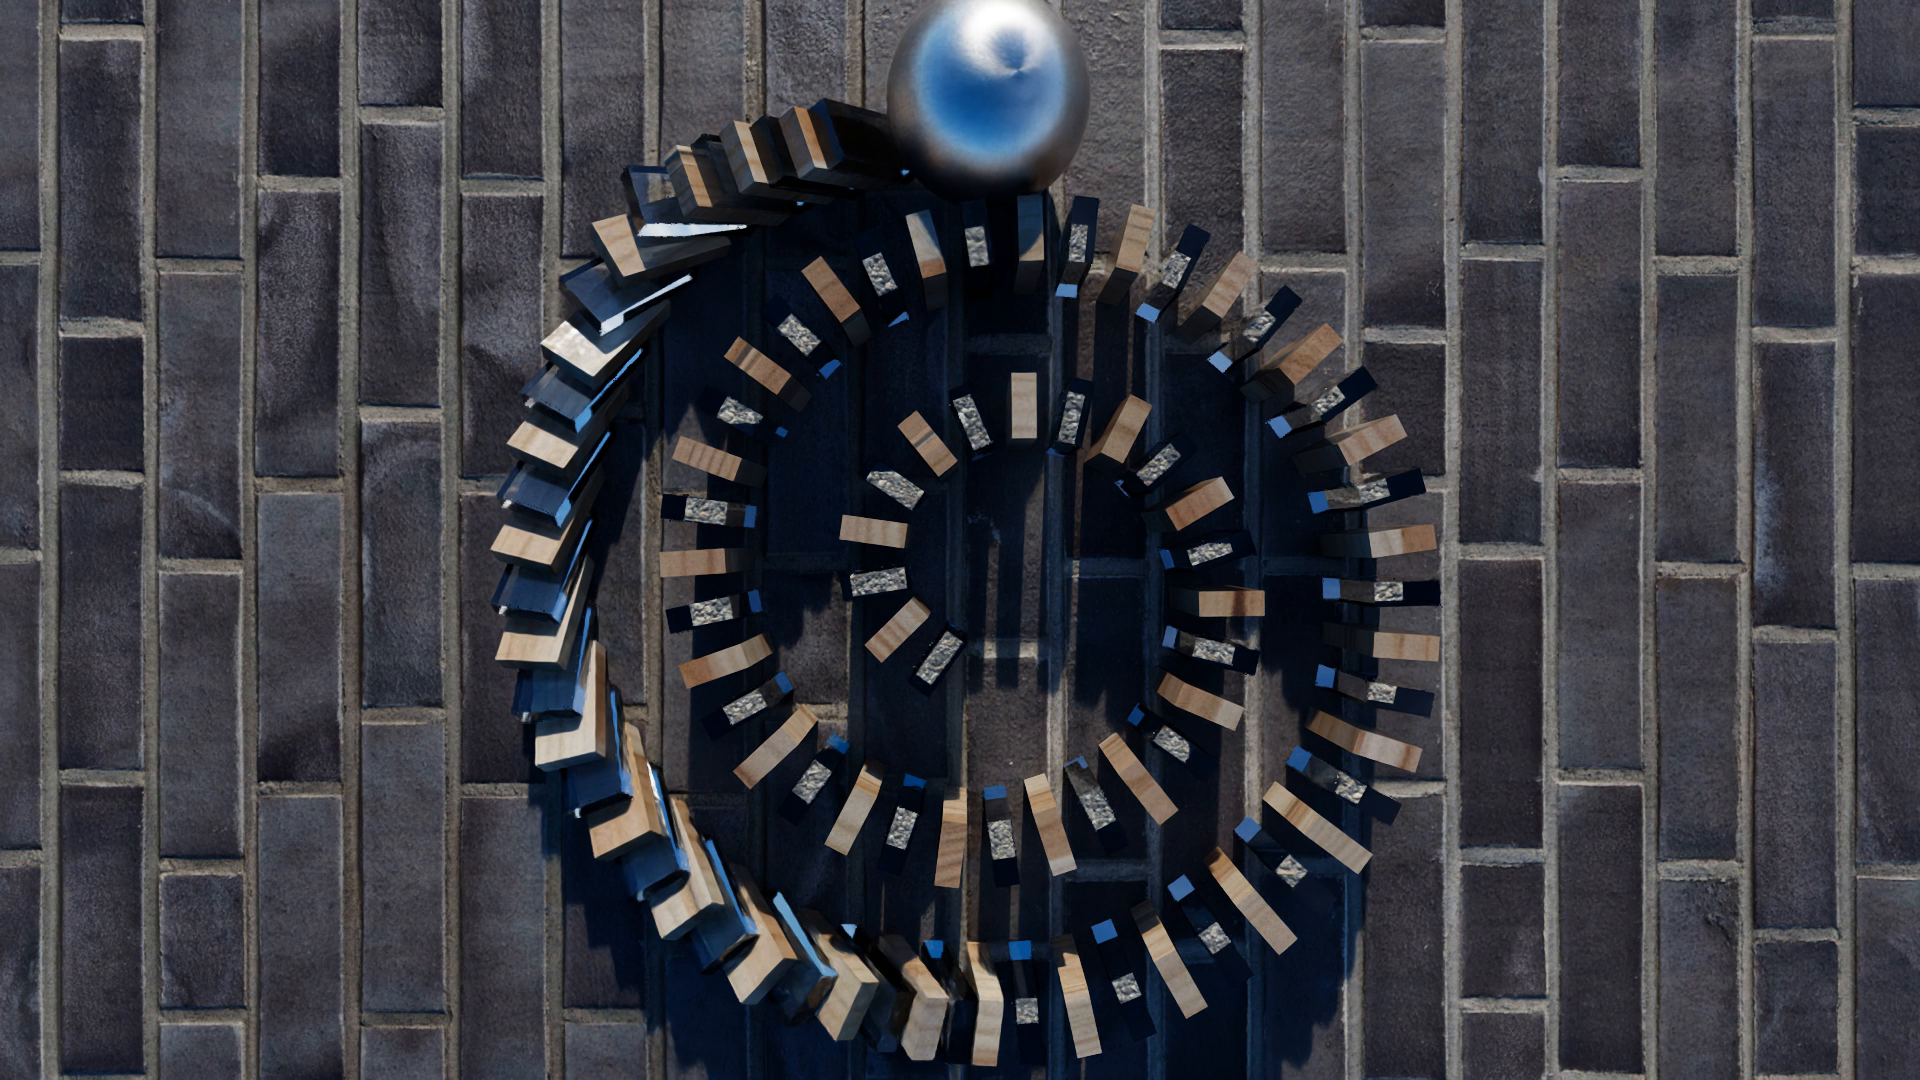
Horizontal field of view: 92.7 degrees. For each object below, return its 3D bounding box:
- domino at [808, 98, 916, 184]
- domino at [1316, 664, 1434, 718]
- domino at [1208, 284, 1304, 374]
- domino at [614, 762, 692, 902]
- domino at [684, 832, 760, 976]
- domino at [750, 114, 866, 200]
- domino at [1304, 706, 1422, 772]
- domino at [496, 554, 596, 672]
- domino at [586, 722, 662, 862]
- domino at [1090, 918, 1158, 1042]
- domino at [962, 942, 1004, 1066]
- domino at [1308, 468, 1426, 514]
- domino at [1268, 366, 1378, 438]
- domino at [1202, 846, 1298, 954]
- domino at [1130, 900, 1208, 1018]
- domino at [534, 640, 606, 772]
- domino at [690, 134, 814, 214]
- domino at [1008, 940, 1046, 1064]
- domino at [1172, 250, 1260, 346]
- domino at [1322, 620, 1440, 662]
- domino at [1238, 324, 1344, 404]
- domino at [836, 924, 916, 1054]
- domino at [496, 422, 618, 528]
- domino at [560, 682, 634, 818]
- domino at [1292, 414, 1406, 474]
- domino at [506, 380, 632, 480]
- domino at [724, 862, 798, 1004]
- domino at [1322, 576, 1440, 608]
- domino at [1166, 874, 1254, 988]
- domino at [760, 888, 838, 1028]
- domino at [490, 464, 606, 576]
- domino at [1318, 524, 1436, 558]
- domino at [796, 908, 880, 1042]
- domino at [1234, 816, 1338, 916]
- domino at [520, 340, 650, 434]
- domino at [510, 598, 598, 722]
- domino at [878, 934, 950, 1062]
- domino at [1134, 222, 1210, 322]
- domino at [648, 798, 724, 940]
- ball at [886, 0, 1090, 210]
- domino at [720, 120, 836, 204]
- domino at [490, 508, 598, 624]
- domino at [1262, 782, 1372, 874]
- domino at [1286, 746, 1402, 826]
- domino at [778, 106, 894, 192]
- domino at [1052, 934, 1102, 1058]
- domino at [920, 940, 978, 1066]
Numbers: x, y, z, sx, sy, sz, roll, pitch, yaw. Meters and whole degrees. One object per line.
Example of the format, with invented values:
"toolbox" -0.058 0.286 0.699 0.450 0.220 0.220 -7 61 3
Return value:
"domino" -0.038 -0.163 0.377 0.010 0.050 0.025 -19 90 37
"domino" 0.168 0.061 0.375 0.025 0.050 0.010 10 90 0
"domino" 0.119 -0.085 0.375 0.010 0.050 0.025 41 90 0
"domino" -0.132 0.121 0.383 0.025 0.009 0.050 -30 58 0
"domino" -0.105 0.151 0.382 0.025 0.009 0.050 -41 54 0
"domino" -0.061 -0.157 0.377 0.009 0.050 0.025 -19 90 37
"domino" 0.163 0.081 0.375 0.025 0.050 0.010 17 90 0
"domino" -0.173 0.029 0.383 0.025 0.010 0.050 3 60 1
"domino" -0.143 0.105 0.383 0.025 0.010 0.050 -26 59 0
"domino" 0.066 0.179 0.375 0.009 0.050 0.025 -22 90 0
"domino" 0.008 0.188 0.375 0.010 0.050 0.025 7 90 -6
"domino" 0.165 -0.019 0.375 0.025 0.050 0.009 -16 90 0
"domino" 0.147 -0.055 0.375 0.025 0.050 0.009 -36 90 0
"domino" 0.117 0.146 0.375 0.010 0.050 0.025 -41 90 0
"domino" 0.084 0.170 0.375 0.009 0.050 0.025 -30 90 0
"domino" -0.162 0.069 0.383 0.025 0.010 0.050 -13 60 0
"domino" -0.084 -0.150 0.377 0.010 0.050 0.025 -20 91 37
"domino" 0.027 0.188 0.375 0.010 0.050 0.025 -4 90 0
"domino" 0.103 -0.098 0.375 0.010 0.050 0.025 35 90 0
"domino" 0.171 0.041 0.375 0.025 0.050 0.010 4 90 0
"domino" 0.134 -0.071 0.375 0.025 0.050 0.010 -43 90 0
"domino" -0.039 0.183 0.377 0.009 0.050 0.025 19 90 -36
"domino" -0.168 -0.032 0.384 0.025 0.009 0.050 19 60 0
"domino" -0.154 0.087 0.383 0.025 0.009 0.050 -21 59 0
"domino" 0.158 -0.038 0.375 0.025 0.050 0.009 -27 90 0
"domino" -0.163 -0.051 0.384 0.025 0.009 0.050 24 60 0
"domino" -0.090 0.163 0.381 0.025 0.010 0.050 -47 51 0
"domino" 0.171 0.021 0.375 0.025 0.050 0.010 -2 90 0
"domino" 0.101 0.159 0.375 0.010 0.050 0.025 -36 90 0
"domino" -0.074 0.172 0.380 0.050 0.009 0.025 35 90 42
"domino" -0.171 -0.012 0.384 0.025 0.010 0.050 14 60 0
"domino" 0.169 0.000 0.375 0.025 0.050 0.010 -8 90 0
"domino" -0.056 0.178 0.378 0.009 0.050 0.025 25 90 -43
"domino" 0.132 0.132 0.375 0.025 0.050 0.009 43 90 0
"domino" -0.156 -0.071 0.384 0.025 0.009 0.050 29 60 0
"domino" -0.169 0.049 0.383 0.025 0.010 0.050 -5 60 0
"domino" -0.022 0.186 0.376 0.009 0.050 0.025 14 90 -27
"domino" 0.086 -0.108 0.375 0.009 0.050 0.025 27 90 0
"domino" -0.119 0.137 0.382 0.025 0.009 0.050 -36 56 0
"ball" 0.011 -0.172 0.360 0.080 0.080 0.080 0 90 0
"domino" -0.073 -0.154 0.377 0.010 0.050 0.025 -19 90 37
"domino" -0.173 0.009 0.383 0.025 0.010 0.050 9 60 0
"domino" 0.145 0.116 0.375 0.025 0.050 0.010 37 90 0
"domino" 0.156 0.099 0.375 0.025 0.050 0.009 28 90 0
"domino" -0.050 -0.160 0.377 0.009 0.050 0.025 -19 90 37
"domino" 0.047 0.185 0.375 0.009 0.050 0.025 -12 90 0
"domino" -0.006 0.188 0.375 0.009 0.050 0.025 8 90 -17
